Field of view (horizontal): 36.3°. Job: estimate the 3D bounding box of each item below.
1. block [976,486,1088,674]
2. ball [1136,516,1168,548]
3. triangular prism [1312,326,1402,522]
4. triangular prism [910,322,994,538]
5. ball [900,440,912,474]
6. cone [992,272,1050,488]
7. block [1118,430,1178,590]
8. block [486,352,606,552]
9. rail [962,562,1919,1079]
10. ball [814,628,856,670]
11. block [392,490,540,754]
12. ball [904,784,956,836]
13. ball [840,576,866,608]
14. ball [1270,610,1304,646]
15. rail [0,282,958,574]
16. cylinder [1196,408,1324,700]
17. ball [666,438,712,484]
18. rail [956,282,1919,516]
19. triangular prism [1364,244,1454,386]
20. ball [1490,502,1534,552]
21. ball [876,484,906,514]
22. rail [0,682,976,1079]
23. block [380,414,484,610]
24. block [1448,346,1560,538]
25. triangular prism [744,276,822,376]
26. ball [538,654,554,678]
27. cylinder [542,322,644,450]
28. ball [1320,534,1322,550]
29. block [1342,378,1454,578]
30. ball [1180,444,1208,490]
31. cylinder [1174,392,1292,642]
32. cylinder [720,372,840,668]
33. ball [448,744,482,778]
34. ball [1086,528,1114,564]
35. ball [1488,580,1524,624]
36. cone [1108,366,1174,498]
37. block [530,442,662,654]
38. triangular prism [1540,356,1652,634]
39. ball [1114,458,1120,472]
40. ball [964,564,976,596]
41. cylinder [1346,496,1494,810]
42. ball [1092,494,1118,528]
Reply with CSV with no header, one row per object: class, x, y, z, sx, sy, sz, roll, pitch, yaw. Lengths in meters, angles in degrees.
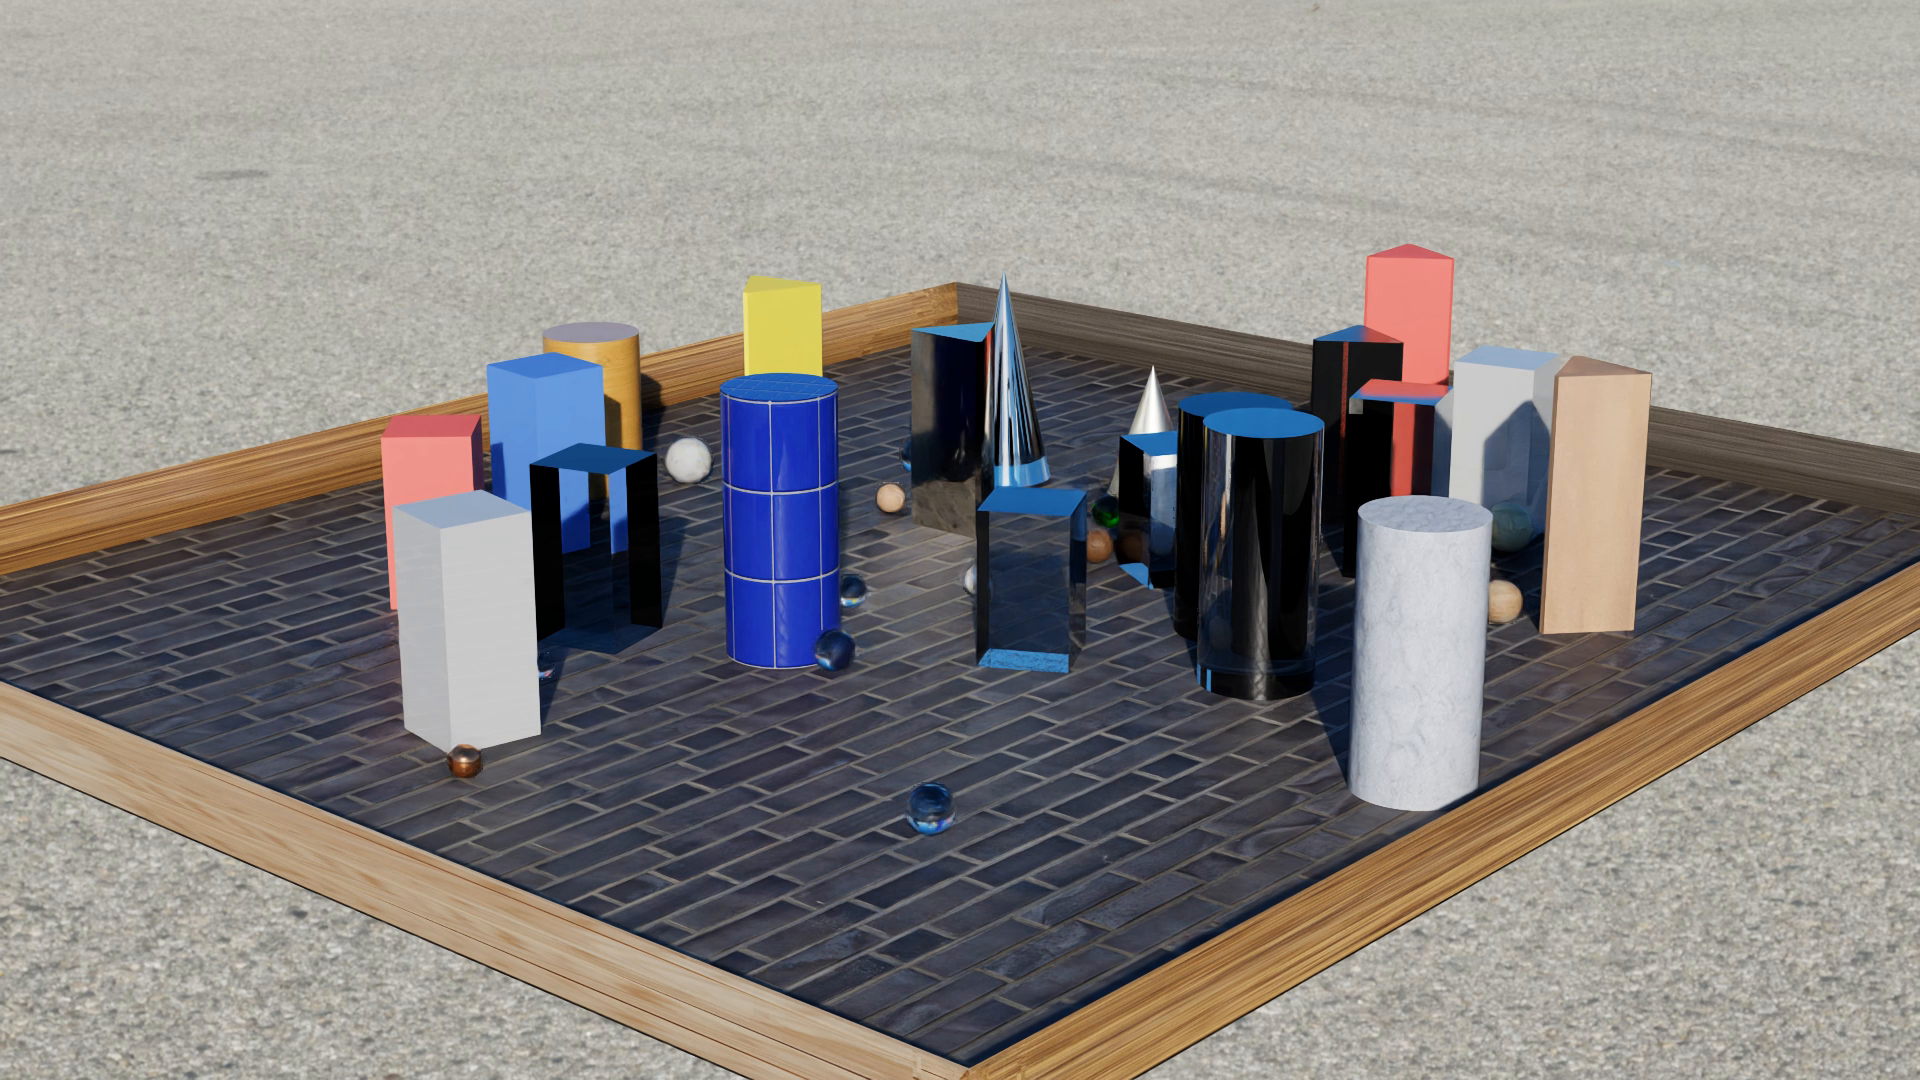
block,0.118,0.062,4.776,0.151,0.264,0.151,4,17,12
ball,0.353,-0.014,5.383,0.059,0.059,0.059,0,17,0
triangular prism,0.751,-0.222,5.568,0.164,0.350,0.142,2,17,8
triangular prism,0.017,-0.213,5.495,0.164,0.374,0.142,14,21,38
ball,-0.079,-0.168,5.858,0.078,0.078,0.078,0,17,0
cone,0.086,-0.331,5.808,0.189,0.420,0.189,0,17,0
block,0.380,-0.057,5.209,0.151,0.241,0.151,-6,18,-18
block,-0.759,-0.162,5.406,0.151,0.329,0.151,-15,22,-41
rail,1.007,0.284,4.284,0.045,0.123,3.095,14,22,39
ball,-0.202,0.177,4.734,0.068,0.068,0.068,0,17,0
block,-0.744,0.123,4.422,0.151,0.353,0.151,-13,21,-36
ball,-0.041,0.375,4.076,0.071,0.071,0.071,0,17,0
ball,-0.188,0.089,5.048,0.056,0.056,0.056,0,17,0
ball,0.541,0.146,4.855,0.057,0.057,0.057,0,17,0
rail,-1.007,-0.222,5.957,0.045,0.123,3.095,14,22,39
cylinder,0.473,0.021,4.633,0.189,0.426,0.189,0,17,0
ball,-0.536,-0.157,5.798,0.092,0.092,0.092,0,17,0
rail,0.999,-0.302,6.222,2.714,0.123,0.045,14,22,39
triangular prism,0.874,-0.340,5.761,0.164,0.464,0.142,2,17,7
ball,1.002,-0.023,5.354,0.092,0.092,0.092,0,17,0
ball,-0.132,-0.079,5.603,0.057,0.057,0.057,0,17,0
rail,-0.999,0.364,4.019,2.714,0.123,0.045,14,22,39
block,-0.907,-0.050,5.076,0.151,0.305,0.151,-1,17,-2
block,1.010,-0.178,5.453,0.151,0.332,0.151,9,19,28
triangular prism,-0.375,-0.311,5.775,0.164,0.401,0.142,-9,19,-28
ball,-0.672,0.202,4.701,0.041,0.041,0.041,0,17,0
cylinder,-0.724,-0.264,5.792,0.189,0.300,0.189,0,17,0
ball,0.616,0.003,5.297,0.076,0.076,0.076,0,17,0
block,0.780,-0.104,5.214,0.151,0.328,0.151,7,18,21
ball,0.440,-0.141,5.746,0.091,0.091,0.091,0,17,0
cylinder,0.454,-0.036,4.891,0.189,0.386,0.189,0,17,0
cylinder,-0.291,-0.032,4.773,0.189,0.447,0.189,0,17,0
ball,-0.724,0.322,4.285,0.050,0.050,0.050,0,17,0
ball,0.247,0.011,5.292,0.064,0.064,0.064,0,17,0
ball,0.915,0.104,4.963,0.075,0.075,0.075,0,17,0
cone,0.365,-0.193,5.581,0.189,0.287,0.189,0,17,0
block,-0.603,0.013,4.866,0.151,0.307,0.151,8,18,24
triangular prism,1.047,-0.079,4.933,0.164,0.443,0.142,-2,17,-7
ball,0.347,-0.137,5.738,0.088,0.088,0.088,0,17,0
ball,0.040,0.070,5.096,0.063,0.063,0.063,0,17,0
cylinder,0.657,0.160,4.196,0.189,0.412,0.189,0,17,0
ball,0.279,-0.054,5.510,0.062,0.062,0.062,0,17,0
